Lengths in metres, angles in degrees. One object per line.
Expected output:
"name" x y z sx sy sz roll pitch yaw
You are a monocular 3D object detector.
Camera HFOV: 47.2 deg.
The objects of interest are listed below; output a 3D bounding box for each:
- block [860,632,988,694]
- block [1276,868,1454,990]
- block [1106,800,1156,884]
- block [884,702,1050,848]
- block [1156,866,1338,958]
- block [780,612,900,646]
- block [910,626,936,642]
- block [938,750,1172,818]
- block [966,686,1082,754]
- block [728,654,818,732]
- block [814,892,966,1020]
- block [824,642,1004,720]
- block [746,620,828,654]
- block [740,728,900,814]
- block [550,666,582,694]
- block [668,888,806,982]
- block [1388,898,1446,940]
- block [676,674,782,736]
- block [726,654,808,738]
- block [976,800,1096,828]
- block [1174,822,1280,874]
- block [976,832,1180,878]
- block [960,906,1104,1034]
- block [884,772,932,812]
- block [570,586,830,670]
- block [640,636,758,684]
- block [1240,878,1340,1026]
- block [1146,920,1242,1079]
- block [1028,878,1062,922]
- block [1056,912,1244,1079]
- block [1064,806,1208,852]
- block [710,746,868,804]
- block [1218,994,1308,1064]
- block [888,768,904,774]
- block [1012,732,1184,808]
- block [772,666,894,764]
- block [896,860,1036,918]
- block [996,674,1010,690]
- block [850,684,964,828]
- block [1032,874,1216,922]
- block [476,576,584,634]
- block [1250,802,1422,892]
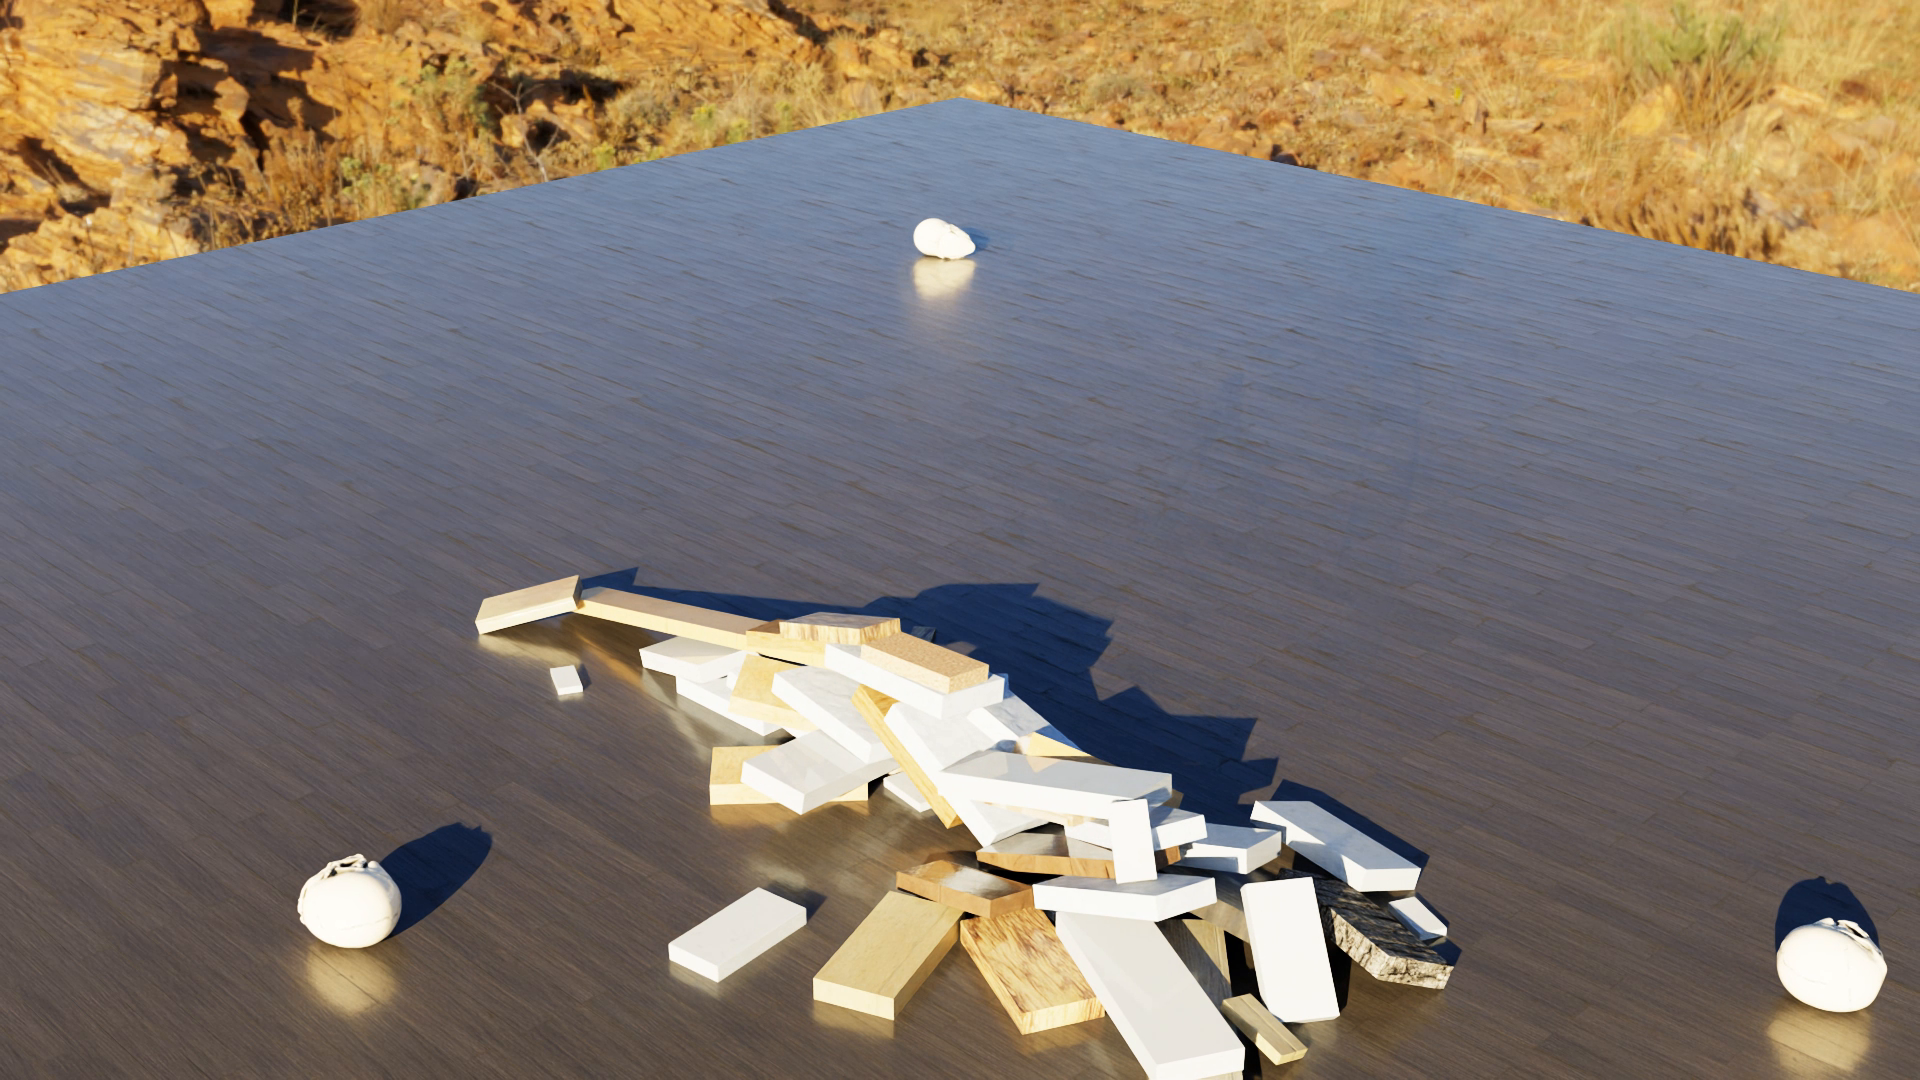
"block" -0.072 0.247 4.444 0.239 0.034 0.119 19 22 38
"block" 0.723 0.699 3.973 0.162 0.046 0.325 15 13 -33
"block" 0.307 0.540 3.935 0.072 0.143 0.020 -7 -16 0
"block" 0.019 0.451 4.405 0.174 0.049 0.348 -14 55 -44
"block" 0.519 0.680 4.025 0.325 0.046 0.162 22 10 42
"block" -0.253 0.185 4.619 0.238 0.034 0.119 3 11 42
"block" -0.092 0.234 5.189 0.054 0.015 0.108 4 23 9
"block" 0.176 0.460 4.139 0.413 0.045 0.160 4 13 30
"block" 0.157 0.418 4.499 0.292 0.041 0.146 40 23 2
"block" -0.294 0.351 4.720 0.378 0.045 0.160 14 32 0
"block" -0.123 0.743 3.954 0.155 0.044 0.310 10 25 22
"block" -0.096 0.271 4.500 0.174 0.049 0.348 -12 24 -43
"block" -0.325 0.209 4.729 0.242 0.034 0.121 4 12 29
"block" -0.277 0.456 4.472 0.160 0.045 0.320 24 26 30
"block" -0.894 0.318 4.993 0.054 0.015 0.108 -8 24 -17
"block" -0.405 0.720 4.021 0.119 0.034 0.238 17 28 34
"block" 0.848 0.703 4.083 0.056 0.016 0.112 -8 24 -19
"block" -0.479 0.343 4.898 0.297 0.042 0.148 21 31 40
"block" -0.350 0.351 4.782 0.297 0.042 0.149 33 37 28
"block" 0.157 0.486 4.236 0.292 0.041 0.146 9 16 44
"block" 0.432 0.581 4.214 0.325 0.046 0.162 2 7 31
"block" 0.217 0.592 4.130 0.122 0.035 0.414 -16 7 -42
"block" 0.126 0.761 3.913 0.153 0.043 0.306 -8 24 -18
"block" -0.092 0.515 4.524 0.066 0.019 0.131 -16 28 -32
"block" -0.559 0.198 5.010 1.031 0.034 0.121 9 15 44
"block" -0.591 0.263 4.982 0.148 0.042 0.297 -18 14 -31
"block" 0.573 0.716 3.825 0.122 0.035 0.244 -4 68 -10
"block" 0.385 0.885 3.619 0.153 0.043 0.883 1 23 2
"block" 0.169 0.678 4.143 0.056 0.016 0.112 -14 27 -29
"block" 0.319 0.769 3.781 0.155 0.044 0.474 -7 24 -16
"block" 0.324 0.534 4.114 0.146 0.041 0.293 -11 4 -23
"block" -0.354 0.484 4.562 0.320 0.045 0.160 -1 23 -3
"block" 0.513 0.827 3.720 0.072 0.020 0.143 0 32 -44
"block" -0.093 0.471 4.628 0.131 0.019 0.066 3 23 6
"block" 0.268 0.467 4.346 0.320 0.045 0.160 23 -13 -5
"block" -0.231 0.357 4.600 0.160 0.045 0.320 -11 32 -43
"block" 0.010 0.650 4.102 0.244 0.035 0.122 9 11 44
"block" 0.074 0.341 4.931 0.072 0.020 0.143 0 23 -1
"block" -0.053 0.419 4.478 0.174 0.049 0.348 -13 54 -44
"block" 0.293 0.634 3.949 0.153 0.043 0.306 -8 3 -42
"block" -1.031 0.154 5.272 0.242 0.034 0.121 -14 24 5
"block" 0.724 0.590 4.257 0.155 0.044 0.310 5 16 -38
